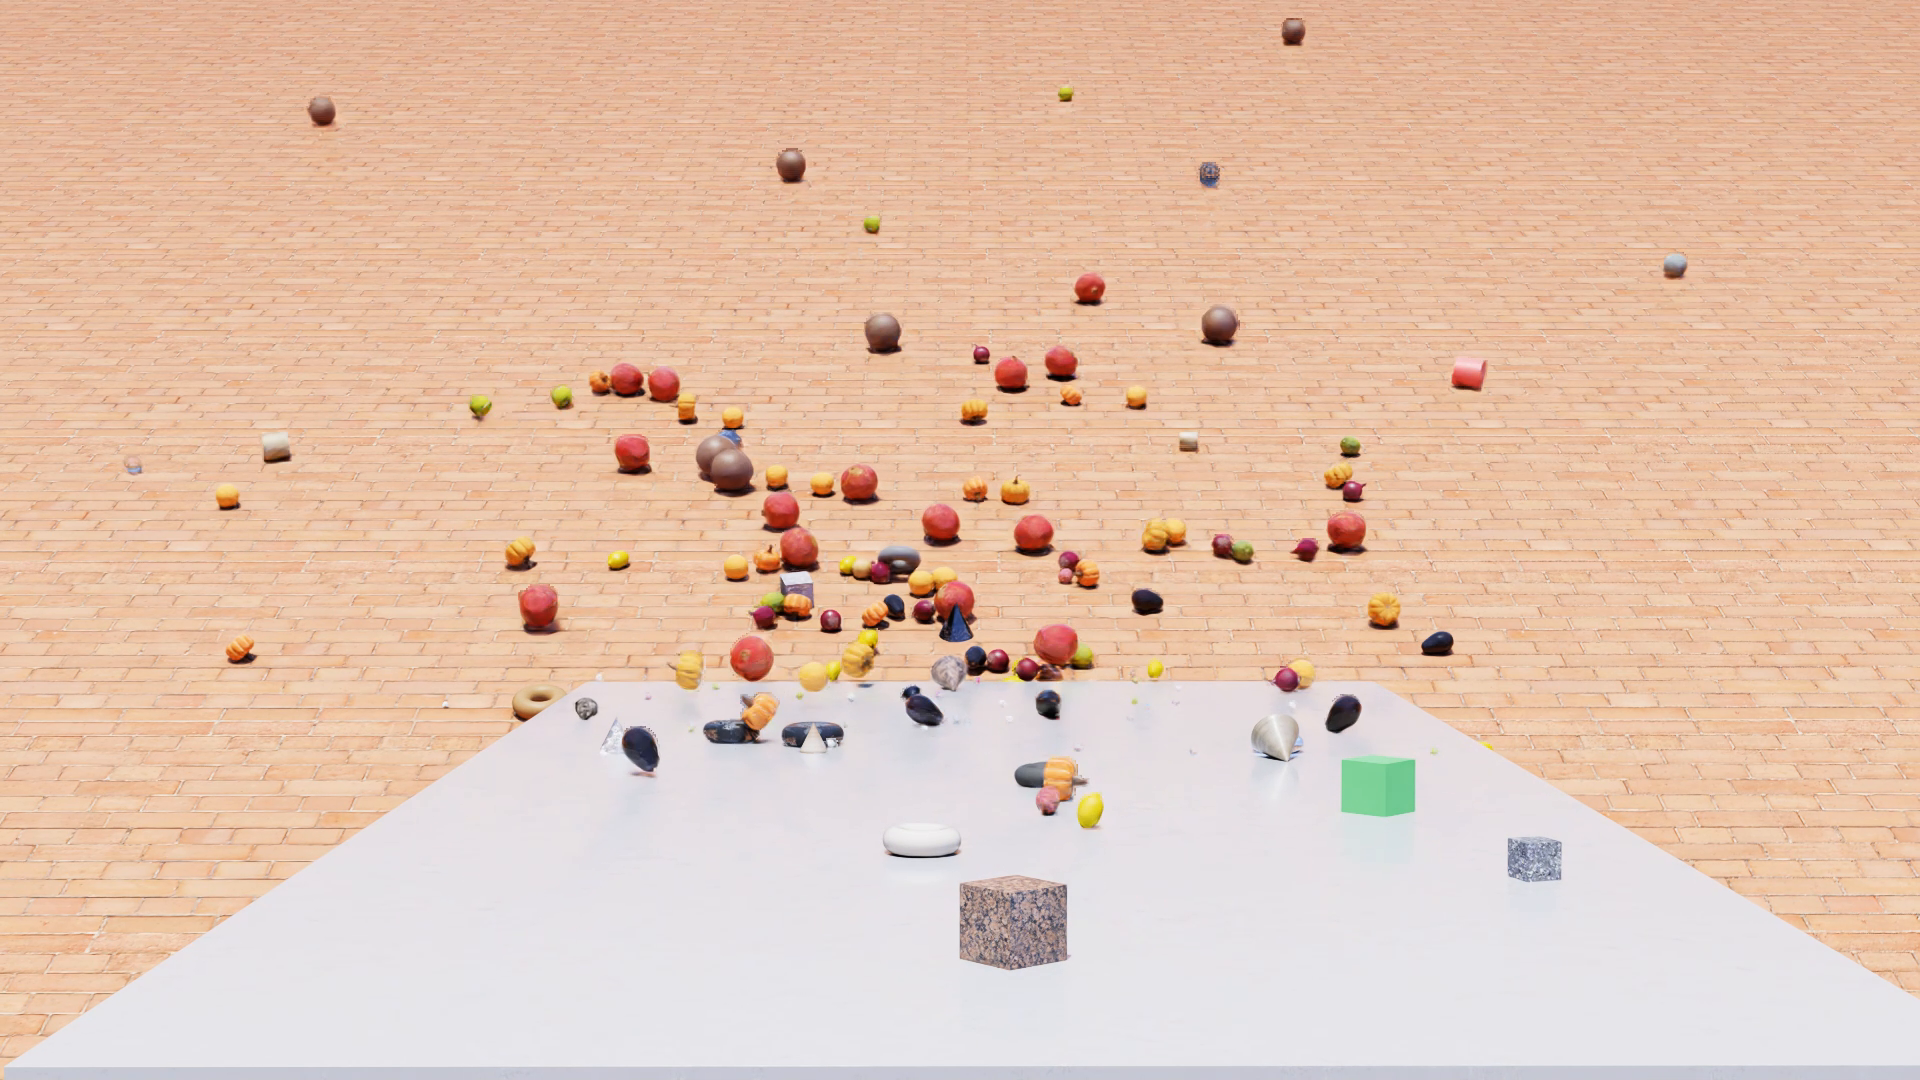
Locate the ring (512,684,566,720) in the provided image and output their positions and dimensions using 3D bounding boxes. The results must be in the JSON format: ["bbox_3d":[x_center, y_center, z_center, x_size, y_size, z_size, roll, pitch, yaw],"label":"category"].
[{"bbox_3d":[-1.072,0.415,6.583,0.146,0.049,0.146,1,24,-1],"label":"ring"}]

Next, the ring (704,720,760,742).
[{"bbox_3d":[-0.468,0.391,5.269,0.116,0.039,0.116,1,2,0],"label":"ring"}]

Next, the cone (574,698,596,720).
[{"bbox_3d":[-0.826,0.383,5.667,0.053,0.053,0.053,-2,39,-4],"label":"cone"}]

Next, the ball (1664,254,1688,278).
[{"bbox_3d":[2.756,-1.058,9.920,0.091,0.091,0.091,0,23,0],"label":"ball"}]

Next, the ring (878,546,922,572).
[{"bbox_3d":[-0.173,0.054,7.342,0.126,0.126,0.042,1,64,2],"label":"ring"}]

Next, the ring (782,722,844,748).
[{"bbox_3d":[-0.297,0.393,5.194,0.127,0.042,0.127,-1,3,0],"label":"ring"}]

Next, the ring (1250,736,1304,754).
[{"bbox_3d":[0.624,0.401,5.071,0.104,0.035,0.104,-1,3,0],"label":"ring"}]

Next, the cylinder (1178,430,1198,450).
[{"bbox_3d":[0.733,-0.319,8.259,0.059,0.059,0.059,4,24,7],"label":"cylinder"}]

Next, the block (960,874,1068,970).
[{"bbox_3d":[0.063,0.453,3.054,0.091,0.091,0.091,-2,3,-41],"label":"block"}]

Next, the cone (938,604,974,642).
[{"bbox_3d":[-0.011,0.213,6.988,0.097,0.097,0.097,0,23,0],"label":"cone"}]

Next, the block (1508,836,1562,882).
[{"bbox_3d":[0.807,0.448,3.618,0.054,0.054,0.054,-1,2,-19],"label":"block"}]

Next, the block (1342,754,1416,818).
[{"bbox_3d":[0.692,0.406,4.259,0.087,0.087,0.087,2,3,43],"label":"block"}]

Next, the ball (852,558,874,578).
[{"bbox_3d":[-0.278,0.080,7.340,0.060,0.060,0.060,0,23,0],"label":"ball"}]

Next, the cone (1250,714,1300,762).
[{"bbox_3d":[0.618,0.401,4.955,0.096,0.096,0.096,-3,29,-7],"label":"cone"}]

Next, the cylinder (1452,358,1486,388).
[{"bbox_3d":[1.739,-0.571,8.797,0.093,0.093,0.093,9,25,21],"label":"cylinder"}]

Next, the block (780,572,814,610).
[{"bbox_3d":[-0.455,0.142,7.174,0.078,0.078,0.078,-6,24,-14],"label":"block"}]

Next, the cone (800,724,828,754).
[{"bbox_3d":[-0.288,0.389,5.077,0.058,0.058,0.058,0,2,0],"label":"cone"}]

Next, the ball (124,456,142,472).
[{"bbox_3d":[-2.595,-0.239,8.080,0.055,0.055,0.055,0,23,0],"label":"ball"}]

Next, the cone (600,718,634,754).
[{"bbox_3d":[-0.677,0.383,5.078,0.071,0.071,0.071,0,2,0],"label":"cone"}]

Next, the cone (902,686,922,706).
[{"bbox_3d":[-0.104,0.372,5.944,0.050,0.050,0.050,-6,30,-13],"label":"cone"}]

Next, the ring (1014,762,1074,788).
[{"bbox_3d":[0.150,0.419,4.592,0.108,0.036,0.108,-1,3,0],"label":"ring"}]

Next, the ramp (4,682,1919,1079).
[{"bbox_3d":[0.054,0.489,4.541,2.000,0.100,4.000,0,2,0],"label":"ramp"}]

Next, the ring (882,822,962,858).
[{"bbox_3d":[-0.057,0.447,3.843,0.118,0.039,0.118,1,2,0],"label":"ring"}]

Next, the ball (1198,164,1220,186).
[{"bbox_3d":[1.076,-1.578,11.114,0.093,0.093,0.093,0,23,0],"label":"ball"}]

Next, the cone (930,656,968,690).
[{"bbox_3d":[-0.021,0.347,6.332,0.092,0.092,0.092,-3,29,-7],"label":"cone"}]
